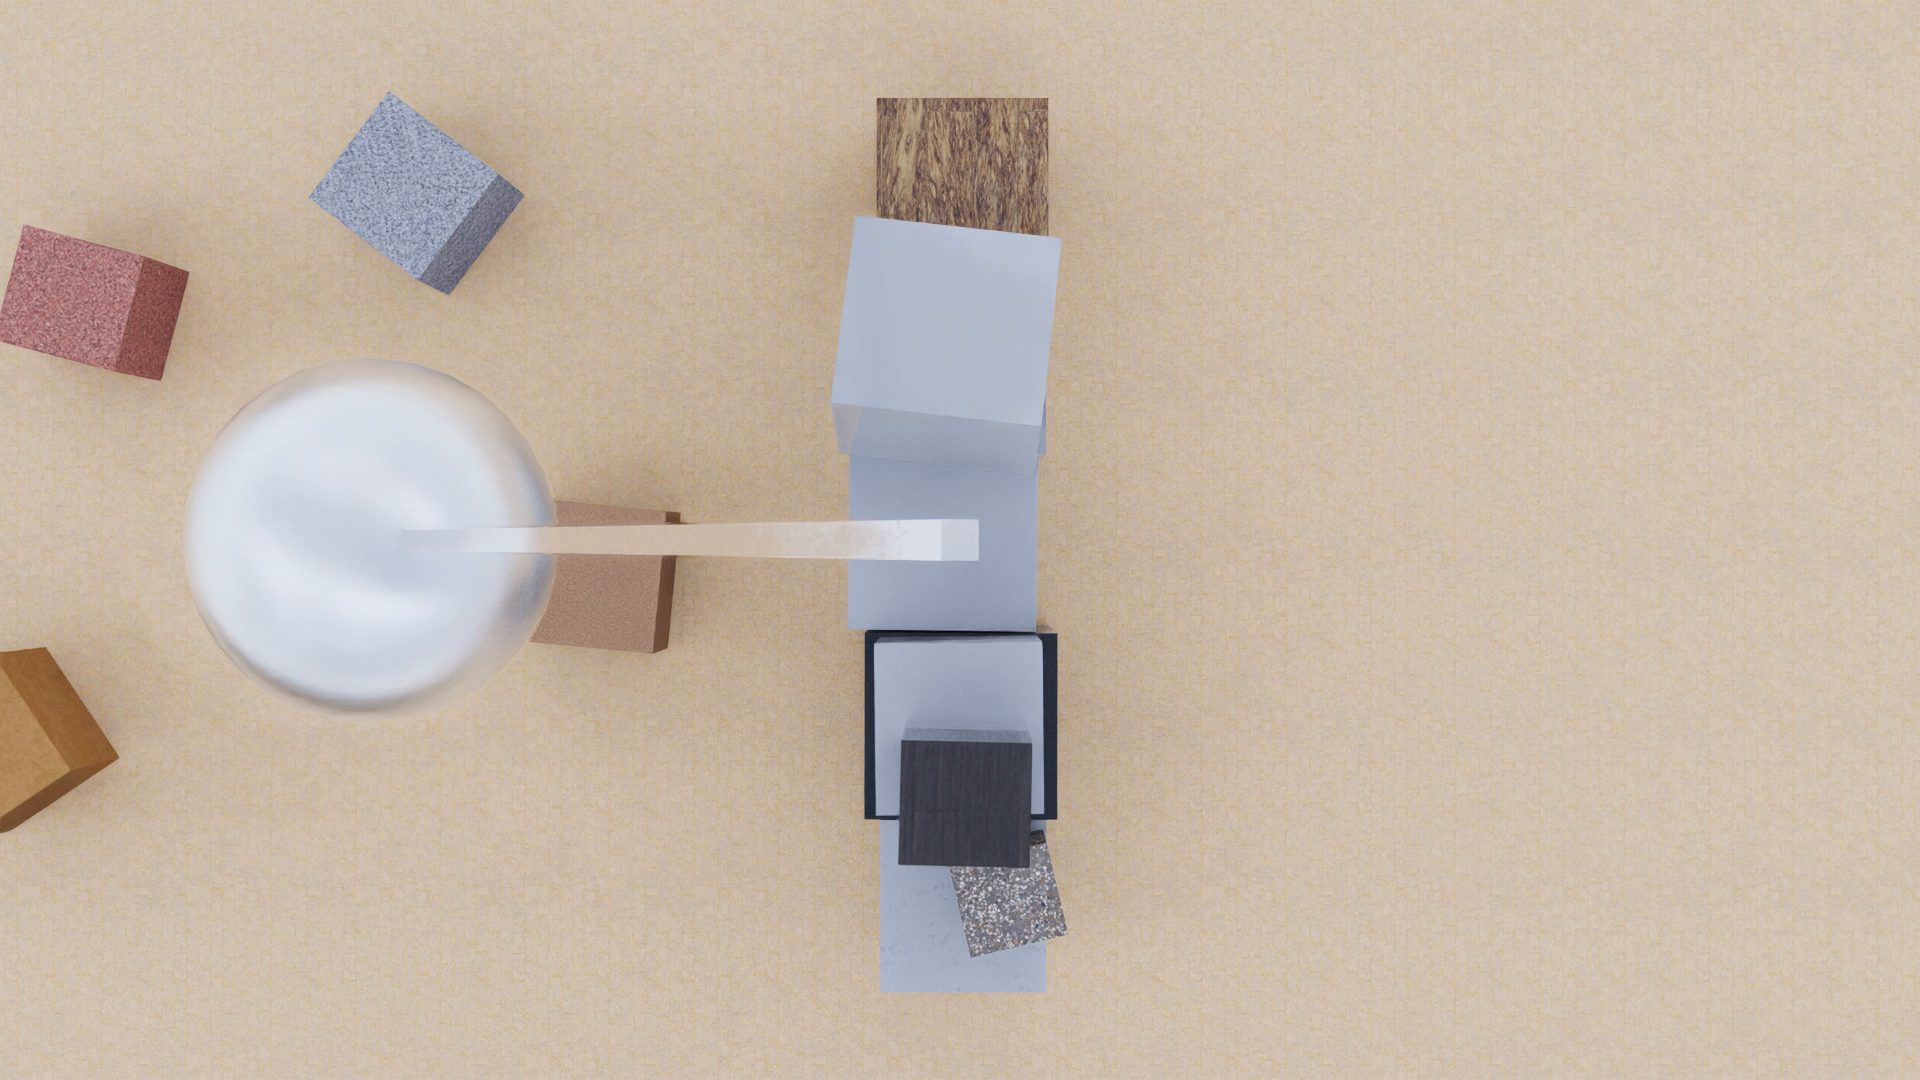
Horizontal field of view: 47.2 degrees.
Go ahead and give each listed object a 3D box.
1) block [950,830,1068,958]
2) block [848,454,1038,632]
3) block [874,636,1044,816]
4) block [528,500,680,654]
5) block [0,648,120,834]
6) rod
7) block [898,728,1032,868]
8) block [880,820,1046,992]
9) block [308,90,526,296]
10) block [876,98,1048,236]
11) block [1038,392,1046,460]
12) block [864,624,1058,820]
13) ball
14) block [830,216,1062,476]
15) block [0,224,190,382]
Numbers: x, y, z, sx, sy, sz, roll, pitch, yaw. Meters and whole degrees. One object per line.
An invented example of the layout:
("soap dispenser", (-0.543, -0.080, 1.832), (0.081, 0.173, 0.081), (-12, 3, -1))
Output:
("block", (0.252, 1.865, 11.648), (0.520, 0.520, 0.491), (-13, 90, 0))
("block", (-0.093, 0.013, 12.463), (1.022, 1.074, 0.955), (1, 90, 0))
("block", (-0.005, 0.949, 11.445), (0.845, 0.793, 0.862), (-1, 90, 0))
("block", (-2.084, 0.200, 12.675), (0.794, 0.650, 0.806), (5, 90, 0))
("block", (-5.506, 1.175, 12.638), (0.773, 0.725, 0.788), (-34, 90, 0))
("rod", (-1.117, 0.000, 6.613), (0.080, 5.200, 0.080), (0, 90, -25))
("block", (0.025, 1.248, 10.723), (0.623, 0.652, 0.591), (1, 90, 0))
("block", (0.017, 1.983, 12.454), (0.901, 1.091, 0.935), (0, 90, 0))
("block", (-3.099, -1.973, 12.620), (0.763, 0.760, 0.746), (37, 90, 0))
("block", (0.014, -1.990, 12.586), (0.951, 0.829, 0.915), (0, 90, 0))
("block", (0.012, -0.999, 12.579), (0.927, 0.843, 1.045), (0, 90, 0))
("block", (0.005, 1.003, 12.421), (1.040, 1.159, 1.004), (0, 90, 0))
("ball", (-2.579, 0.000, 9.683), (1.600, 1.600, 1.600), (0, 90, 0))
("block", (-0.066, -1.006, 11.578), (1.061, 0.929, 1.008), (6, 76, 1))
("block", (-4.975, -1.351, 12.637), (0.697, 0.727, 0.667), (15, 90, 0))
